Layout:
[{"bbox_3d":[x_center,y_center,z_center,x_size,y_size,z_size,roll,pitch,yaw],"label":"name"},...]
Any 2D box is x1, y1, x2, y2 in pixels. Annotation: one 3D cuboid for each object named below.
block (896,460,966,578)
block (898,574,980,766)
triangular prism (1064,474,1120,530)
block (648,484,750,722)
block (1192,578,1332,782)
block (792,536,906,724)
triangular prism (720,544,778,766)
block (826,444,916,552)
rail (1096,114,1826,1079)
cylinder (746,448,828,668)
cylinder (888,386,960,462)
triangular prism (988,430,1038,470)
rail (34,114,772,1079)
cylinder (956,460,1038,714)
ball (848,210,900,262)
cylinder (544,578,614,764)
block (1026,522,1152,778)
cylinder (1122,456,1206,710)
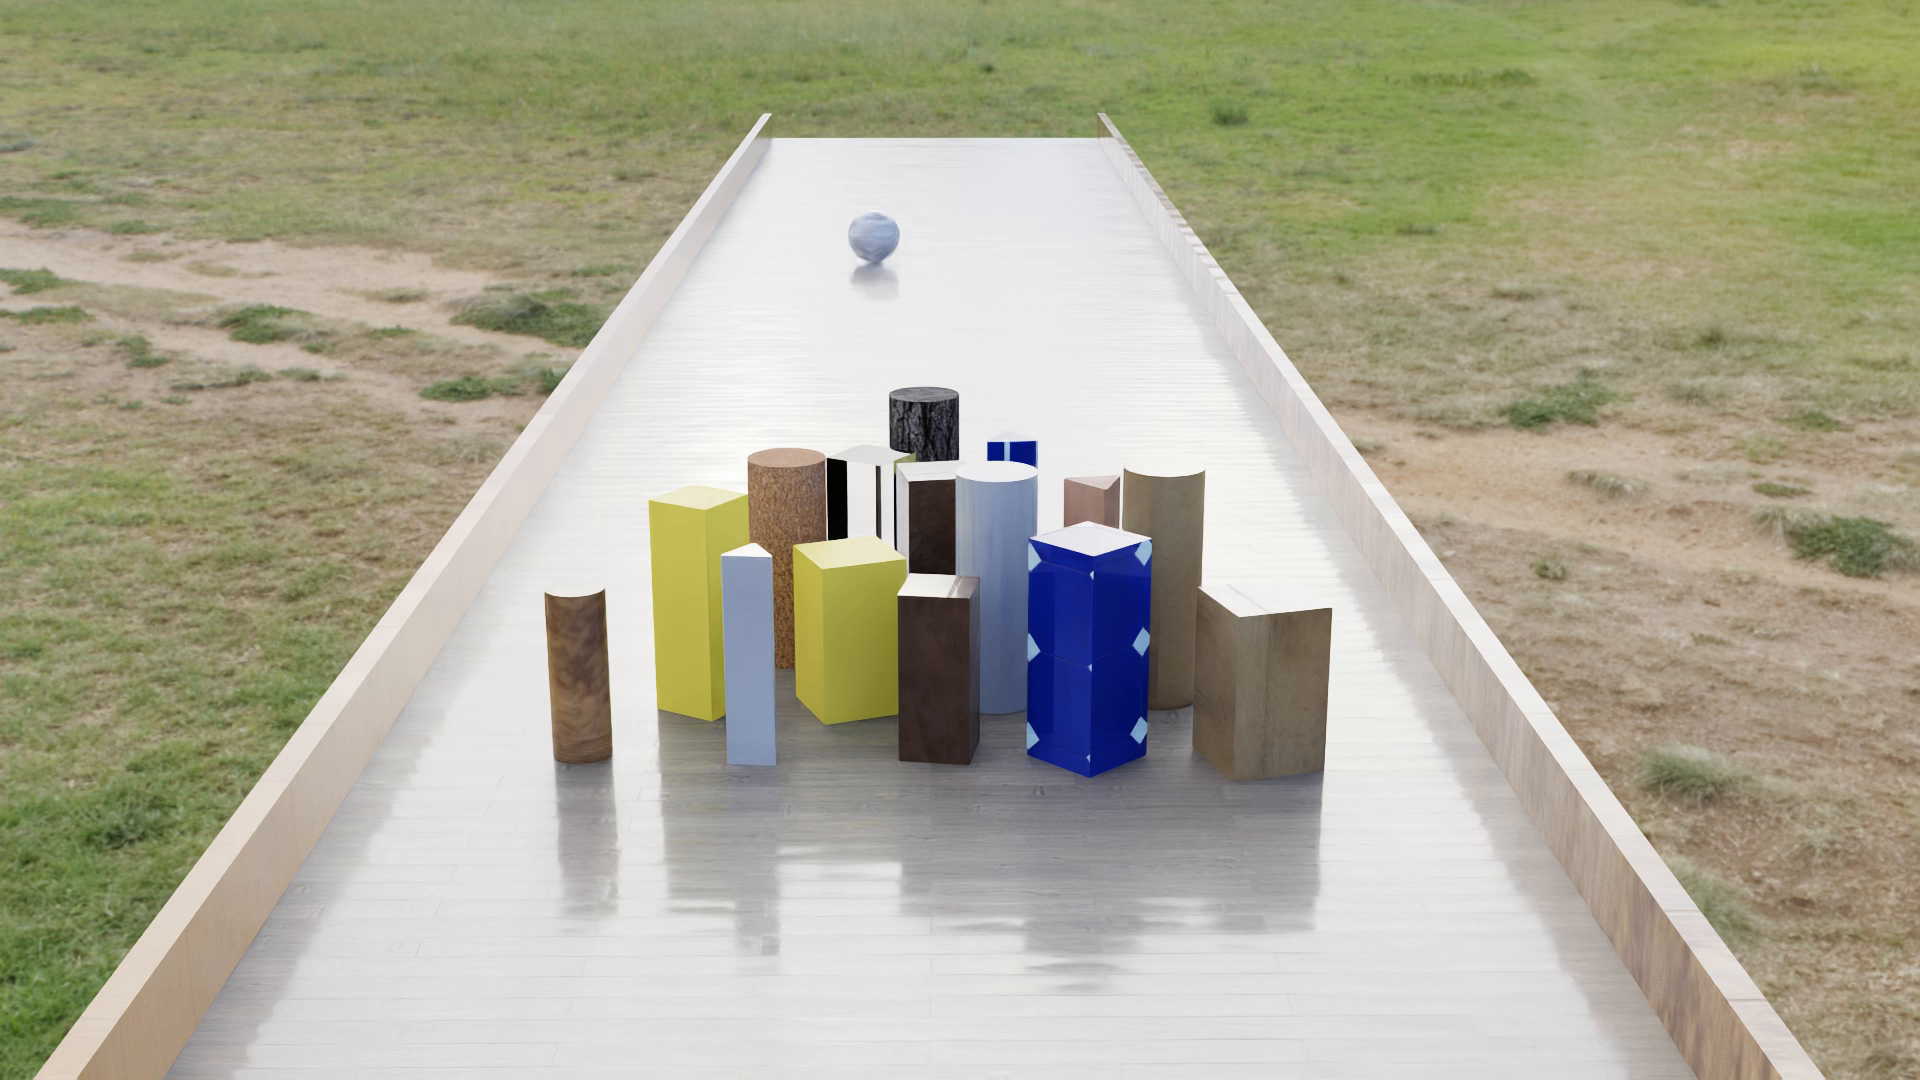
[{"bbox_3d":[-0.045,0.054,4.354,0.137,0.395,0.137,-3,17,-11],"label":"block"},{"bbox_3d":[-0.036,0.229,3.912,0.127,0.310,0.127,3,17,9],"label":"block"},{"bbox_3d":[0.282,0.053,4.411,0.099,0.363,0.115,-15,22,-41],"label":"triangular prism"},{"bbox_3d":[-0.483,0.116,4.119,0.131,0.409,0.131,10,19,30],"label":"block"},{"bbox_3d":[0.530,0.244,3.877,0.176,0.302,0.176,-5,17,-17],"label":"block"},{"bbox_3d":[-0.206,0.167,4.134,0.165,0.303,0.165,-7,18,-22],"label":"block"},{"bbox_3d":[-0.364,0.201,3.873,0.089,0.386,0.077,1,17,5],"label":"triangular prism"},{"bbox_3d":[-0.184,-0.004,4.607,0.134,0.361,0.134,10,19,29],"label":"block"},{"bbox_3d":[0.932,-0.844,7.801,0.050,0.150,12.000,0,17,-1],"label":"rail"},{"bbox_3d":[-0.342,0.035,4.383,0.155,0.413,0.155,0,17,0],"label":"cylinder"},{"bbox_3d":[-0.079,-0.120,4.894,0.156,0.419,0.156,0,17,0],"label":"cylinder"},{"bbox_3d":[0.105,-0.036,4.677,0.106,0.382,0.092,-2,17,-5],"label":"triangular prism"},{"bbox_3d":[-1.118,-0.838,7.780,0.050,0.150,12.000,0,17,-1],"label":"rail"},{"bbox_3d":[0.068,0.089,4.138,0.154,0.451,0.154,0,17,0],"label":"cylinder"},{"bbox_3d":[-0.355,-1.251,9.055,0.216,0.216,0.216,0,17,0],"label":"ball"},{"bbox_3d":[-0.675,0.233,3.898,0.107,0.312,0.107,0,17,0],"label":"cylinder"},{"bbox_3d":[0.227,0.191,3.877,0.151,0.404,0.151,-16,23,-42],"label":"block"},{"bbox_3d":[0.380,0.081,4.154,0.153,0.456,0.153,0,17,0],"label":"cylinder"}]
